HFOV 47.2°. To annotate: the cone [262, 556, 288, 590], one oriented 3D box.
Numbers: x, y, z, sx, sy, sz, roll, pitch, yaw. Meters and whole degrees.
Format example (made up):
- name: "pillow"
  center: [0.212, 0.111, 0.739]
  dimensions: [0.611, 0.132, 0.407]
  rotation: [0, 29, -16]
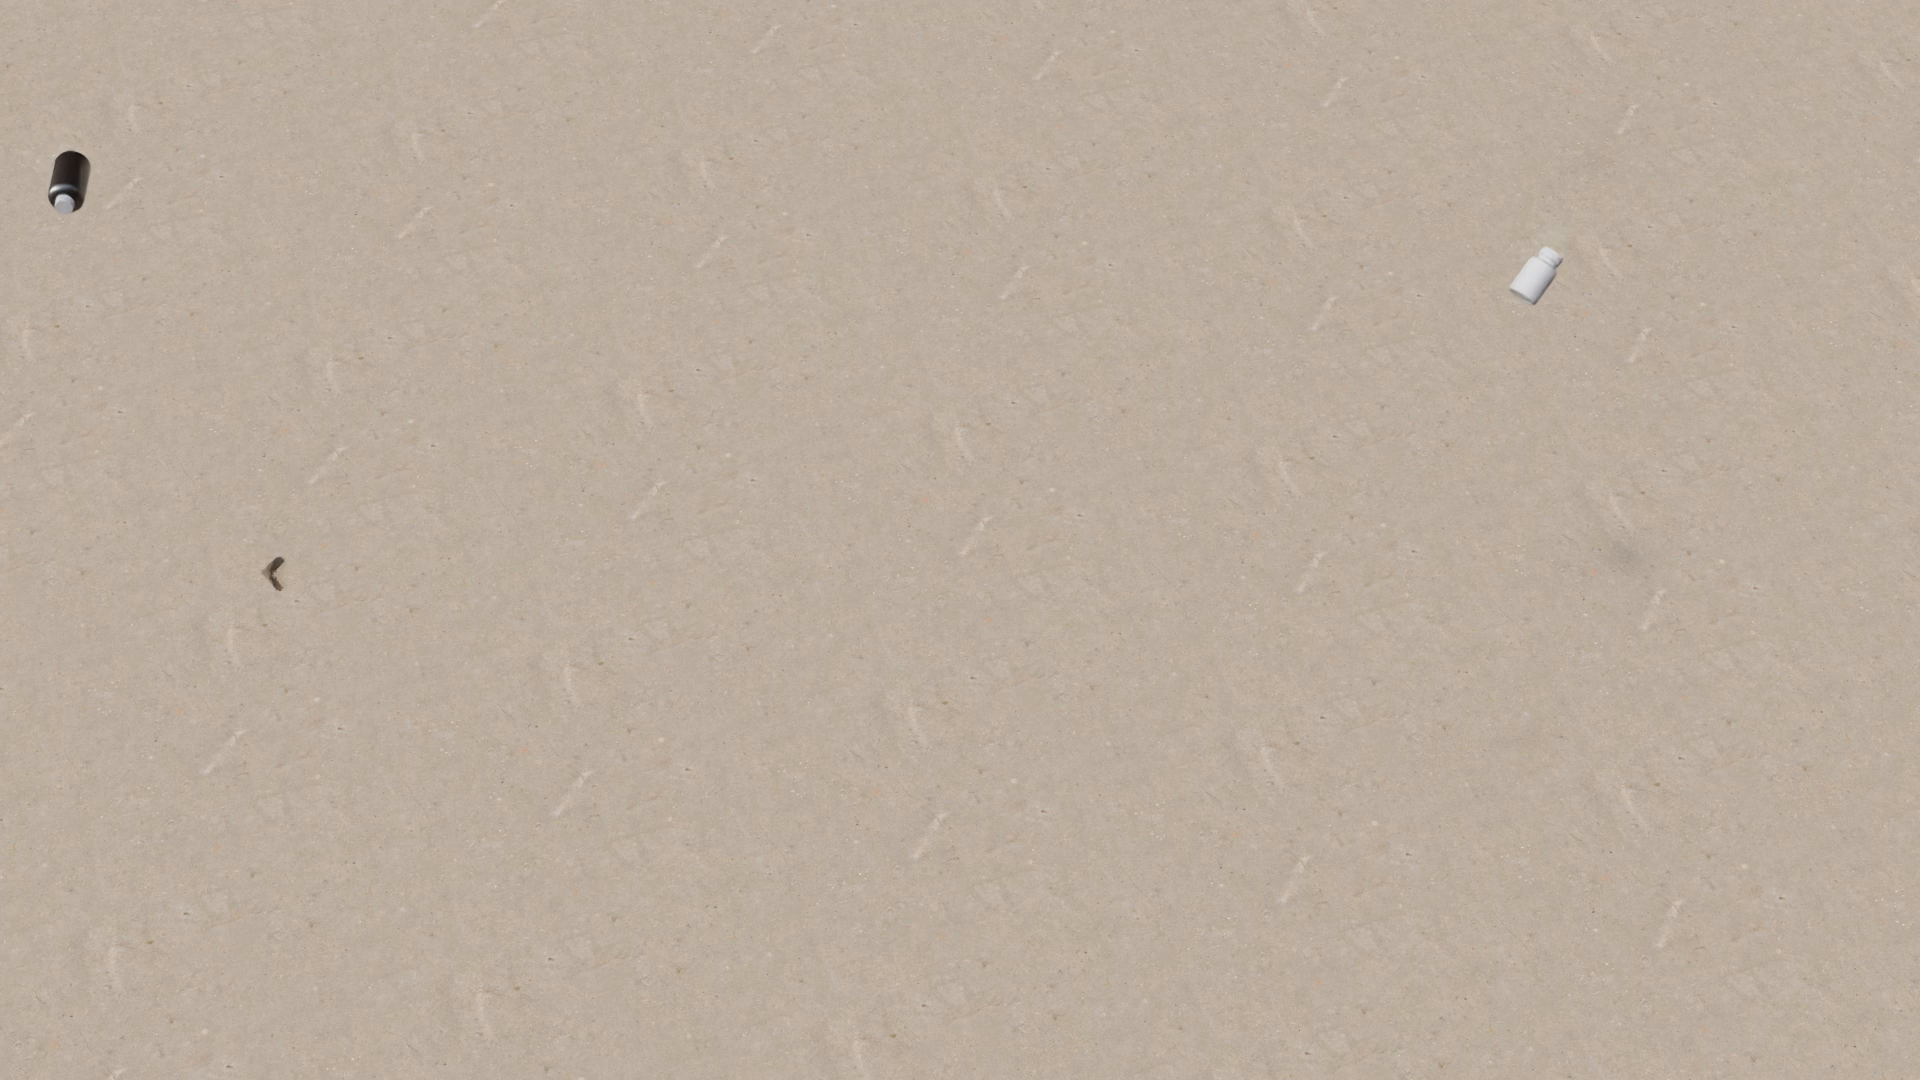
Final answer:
- name: "cone"
  center: [-1.223, 0.058, 3.897]
  dimensions: [0.035, 0.068, 0.057]
  rotation: [4, 54, 9]
